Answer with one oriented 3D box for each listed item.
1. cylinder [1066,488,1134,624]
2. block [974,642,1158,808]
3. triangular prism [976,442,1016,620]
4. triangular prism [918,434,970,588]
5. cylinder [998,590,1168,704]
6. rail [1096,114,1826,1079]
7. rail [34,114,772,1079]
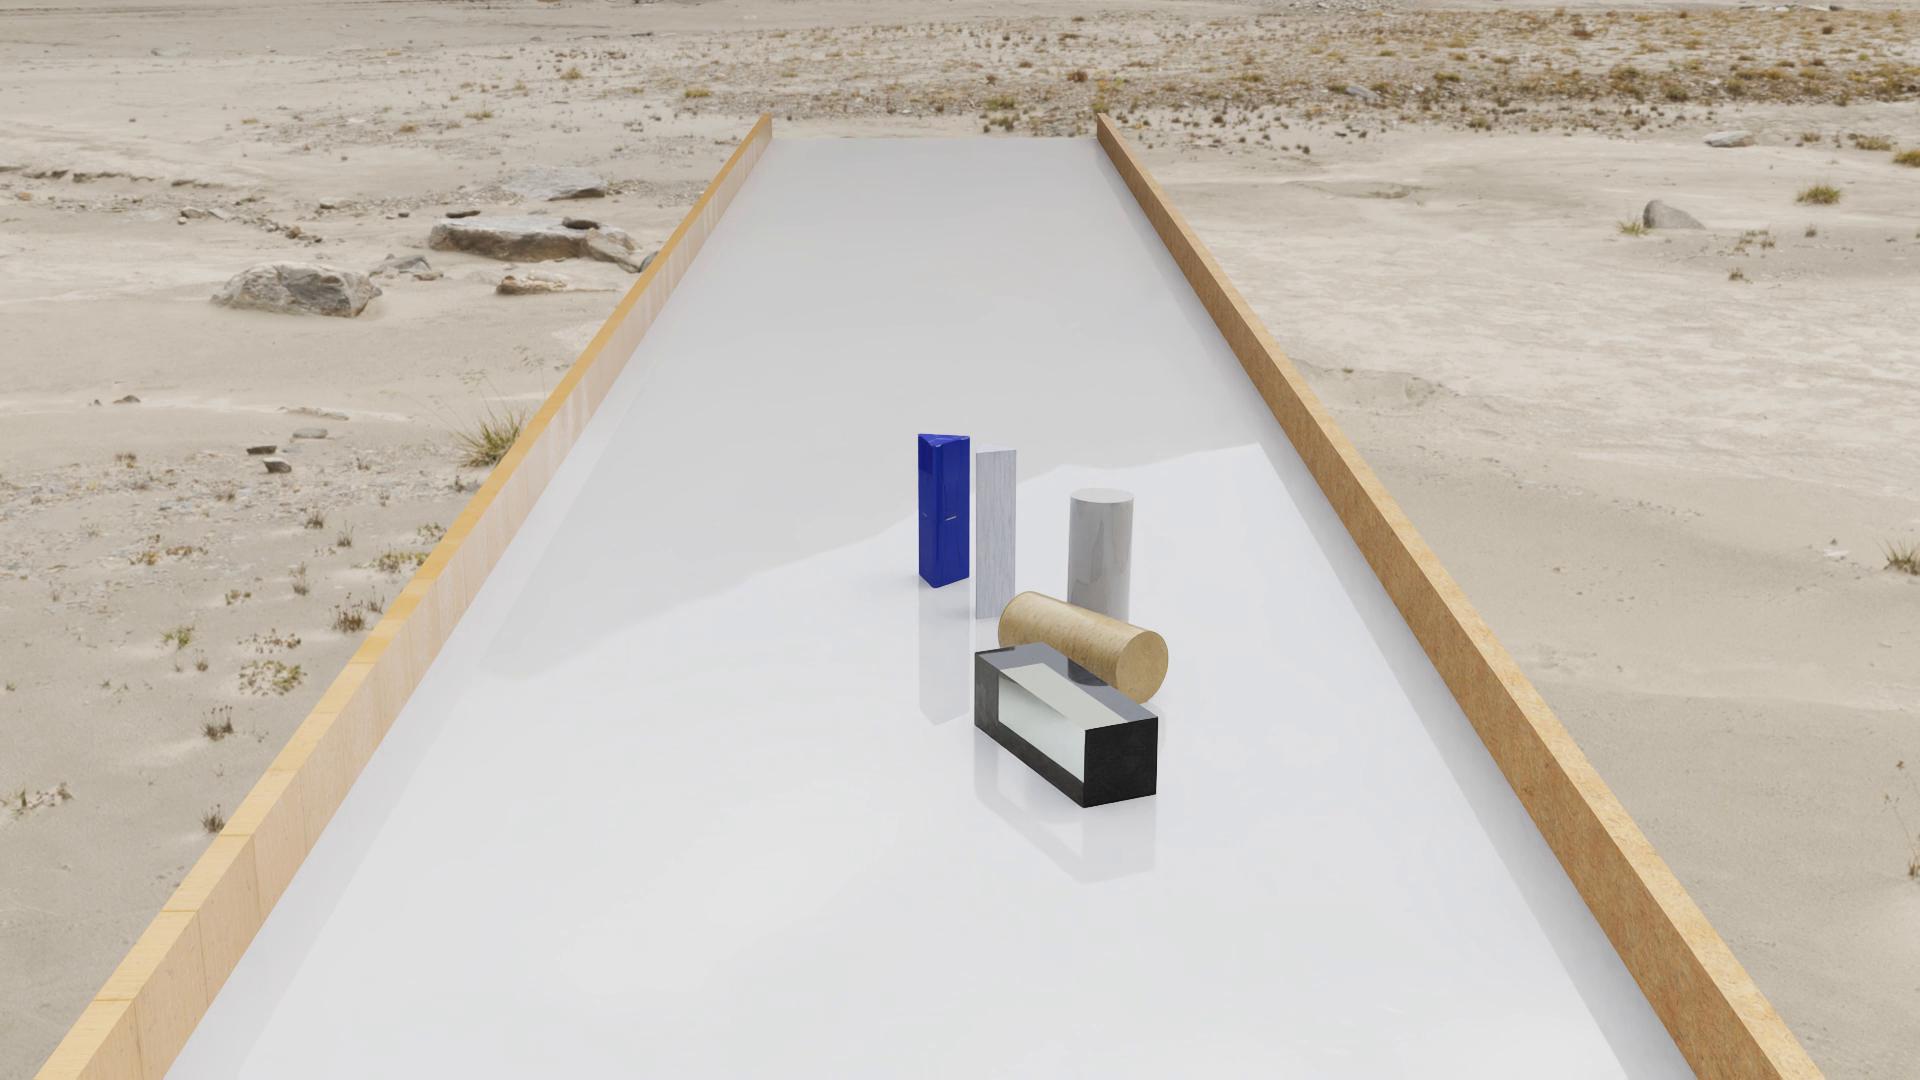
[{"bbox_3d":[0.279,0.070,4.407,0.128,0.329,0.128,1,15,0],"label":"cylinder"},{"bbox_3d":[0.181,0.321,3.899,0.142,0.142,0.428,-8,18,-24],"label":"block"},{"bbox_3d":[0.062,-0.021,4.660,0.089,0.364,0.077,-6,18,-20],"label":"triangular prism"},{"bbox_3d":[-0.054,-0.071,4.894,0.101,0.325,0.116,14,22,40],"label":"triangular prism"},{"bbox_3d":[0.237,0.207,4.278,0.144,0.144,0.328,-14,22,-39],"label":"cylinder"},{"bbox_3d":[0.932,-0.844,7.801,0.050,0.150,12.000,0,17,-1],"label":"rail"},{"bbox_3d":[-1.118,-0.838,7.780,0.050,0.150,12.000,0,17,-1],"label":"rail"}]
